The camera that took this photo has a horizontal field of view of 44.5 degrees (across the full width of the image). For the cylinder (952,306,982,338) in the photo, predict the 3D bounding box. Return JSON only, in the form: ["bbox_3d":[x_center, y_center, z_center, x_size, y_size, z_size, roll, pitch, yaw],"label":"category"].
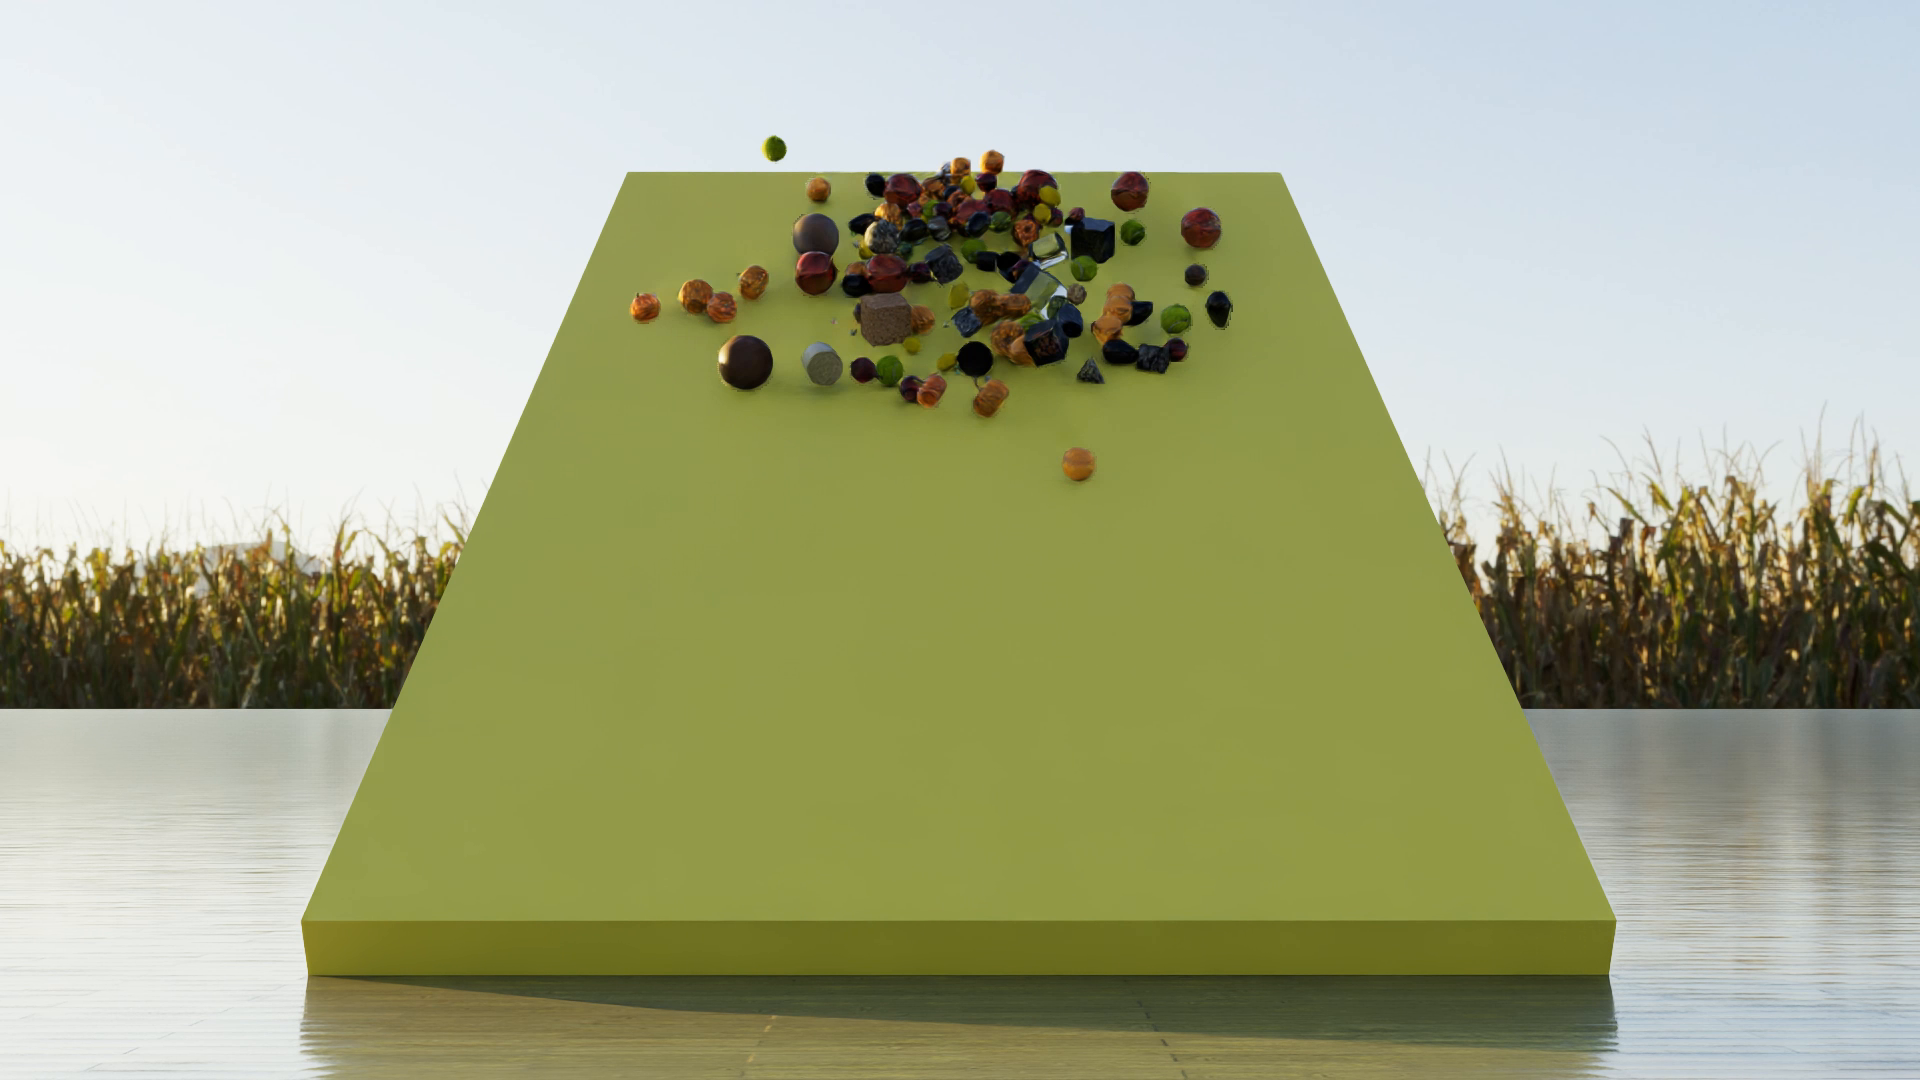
[{"bbox_3d":[0.017,-0.537,5.784,0.055,0.055,0.055,-33,-12,-8],"label":"cylinder"}]

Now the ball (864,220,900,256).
[{"bbox_3d":[-0.203,-0.791,6.140,0.093,0.093,0.093,0,-4,0],"label":"ball"}]

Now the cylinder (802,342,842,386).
[{"bbox_3d":[-0.325,-0.415,5.524,0.084,0.084,0.084,1,19,-14],"label":"cylinder"}]

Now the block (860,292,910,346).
[{"bbox_3d":[-0.186,-0.549,5.838,0.099,0.099,0.099,-8,27,-17],"label":"block"}]

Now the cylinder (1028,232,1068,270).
[{"bbox_3d":[0.234,-0.766,6.221,0.078,0.078,0.078,-22,-11,19],"label":"cylinder"}]

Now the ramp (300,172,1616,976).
[{"bbox_3d":[-0.009,-0.229,5.393,2.000,0.100,4.000,0,25,0],"label":"ramp"}]

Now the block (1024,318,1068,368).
[{"bbox_3d":[0.204,-0.466,5.522,0.073,0.073,0.073,-15,33,24],"label":"block"}]

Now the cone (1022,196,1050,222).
[{"bbox_3d":[0.203,-0.961,6.703,0.075,0.075,0.075,41,-14,-10],"label":"cone"}]

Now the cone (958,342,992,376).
[{"bbox_3d":[0.031,-0.433,5.659,0.085,0.085,0.085,1,0,-8],"label":"cone"}]

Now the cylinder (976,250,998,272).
[{"bbox_3d":[0.073,-0.752,6.322,0.052,0.052,0.052,6,-3,9],"label":"cylinder"}]

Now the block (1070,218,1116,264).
[{"bbox_3d":[0.365,-0.820,6.421,0.093,0.093,0.093,11,27,22],"label":"block"}]

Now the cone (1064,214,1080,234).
[{"bbox_3d":[0.330,-0.884,6.573,0.057,0.057,0.057,-2,7,29],"label":"cone"}]

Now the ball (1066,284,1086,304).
[{"bbox_3d":[0.293,-0.620,5.917,0.052,0.052,0.052,0,-4,0],"label":"ball"}]

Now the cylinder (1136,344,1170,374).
[{"bbox_3d":[0.464,-0.437,5.646,0.062,0.062,0.062,11,0,22],"label":"cylinder"}]

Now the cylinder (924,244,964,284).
[{"bbox_3d":[-0.041,-0.713,6.067,0.074,0.074,0.074,-26,27,14],"label":"cylinder"}]

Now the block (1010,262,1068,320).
[{"bbox_3d":[0.205,-0.631,5.961,0.093,0.093,0.093,37,1,40],"label":"block"}]

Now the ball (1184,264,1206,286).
[{"bbox_3d":[0.623,-0.701,6.211,0.058,0.058,0.058,0,-4,0],"label":"ball"}]

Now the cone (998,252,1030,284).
[{"bbox_3d":[0.163,-0.741,6.213,0.094,0.094,0.094,-3,29,40],"label":"cone"}]

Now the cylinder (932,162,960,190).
[{"bbox_3d":[-0.041,-1.084,6.986,0.062,0.062,0.062,17,-35,12],"label":"cylinder"}]

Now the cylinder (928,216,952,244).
[{"bbox_3d":[-0.057,-0.866,6.541,0.053,0.053,0.053,-2,-38,21],"label":"cylinder"}]

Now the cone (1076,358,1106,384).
[{"bbox_3d":[0.323,-0.390,5.583,0.065,0.065,0.065,38,4,12],"label":"cone"}]
